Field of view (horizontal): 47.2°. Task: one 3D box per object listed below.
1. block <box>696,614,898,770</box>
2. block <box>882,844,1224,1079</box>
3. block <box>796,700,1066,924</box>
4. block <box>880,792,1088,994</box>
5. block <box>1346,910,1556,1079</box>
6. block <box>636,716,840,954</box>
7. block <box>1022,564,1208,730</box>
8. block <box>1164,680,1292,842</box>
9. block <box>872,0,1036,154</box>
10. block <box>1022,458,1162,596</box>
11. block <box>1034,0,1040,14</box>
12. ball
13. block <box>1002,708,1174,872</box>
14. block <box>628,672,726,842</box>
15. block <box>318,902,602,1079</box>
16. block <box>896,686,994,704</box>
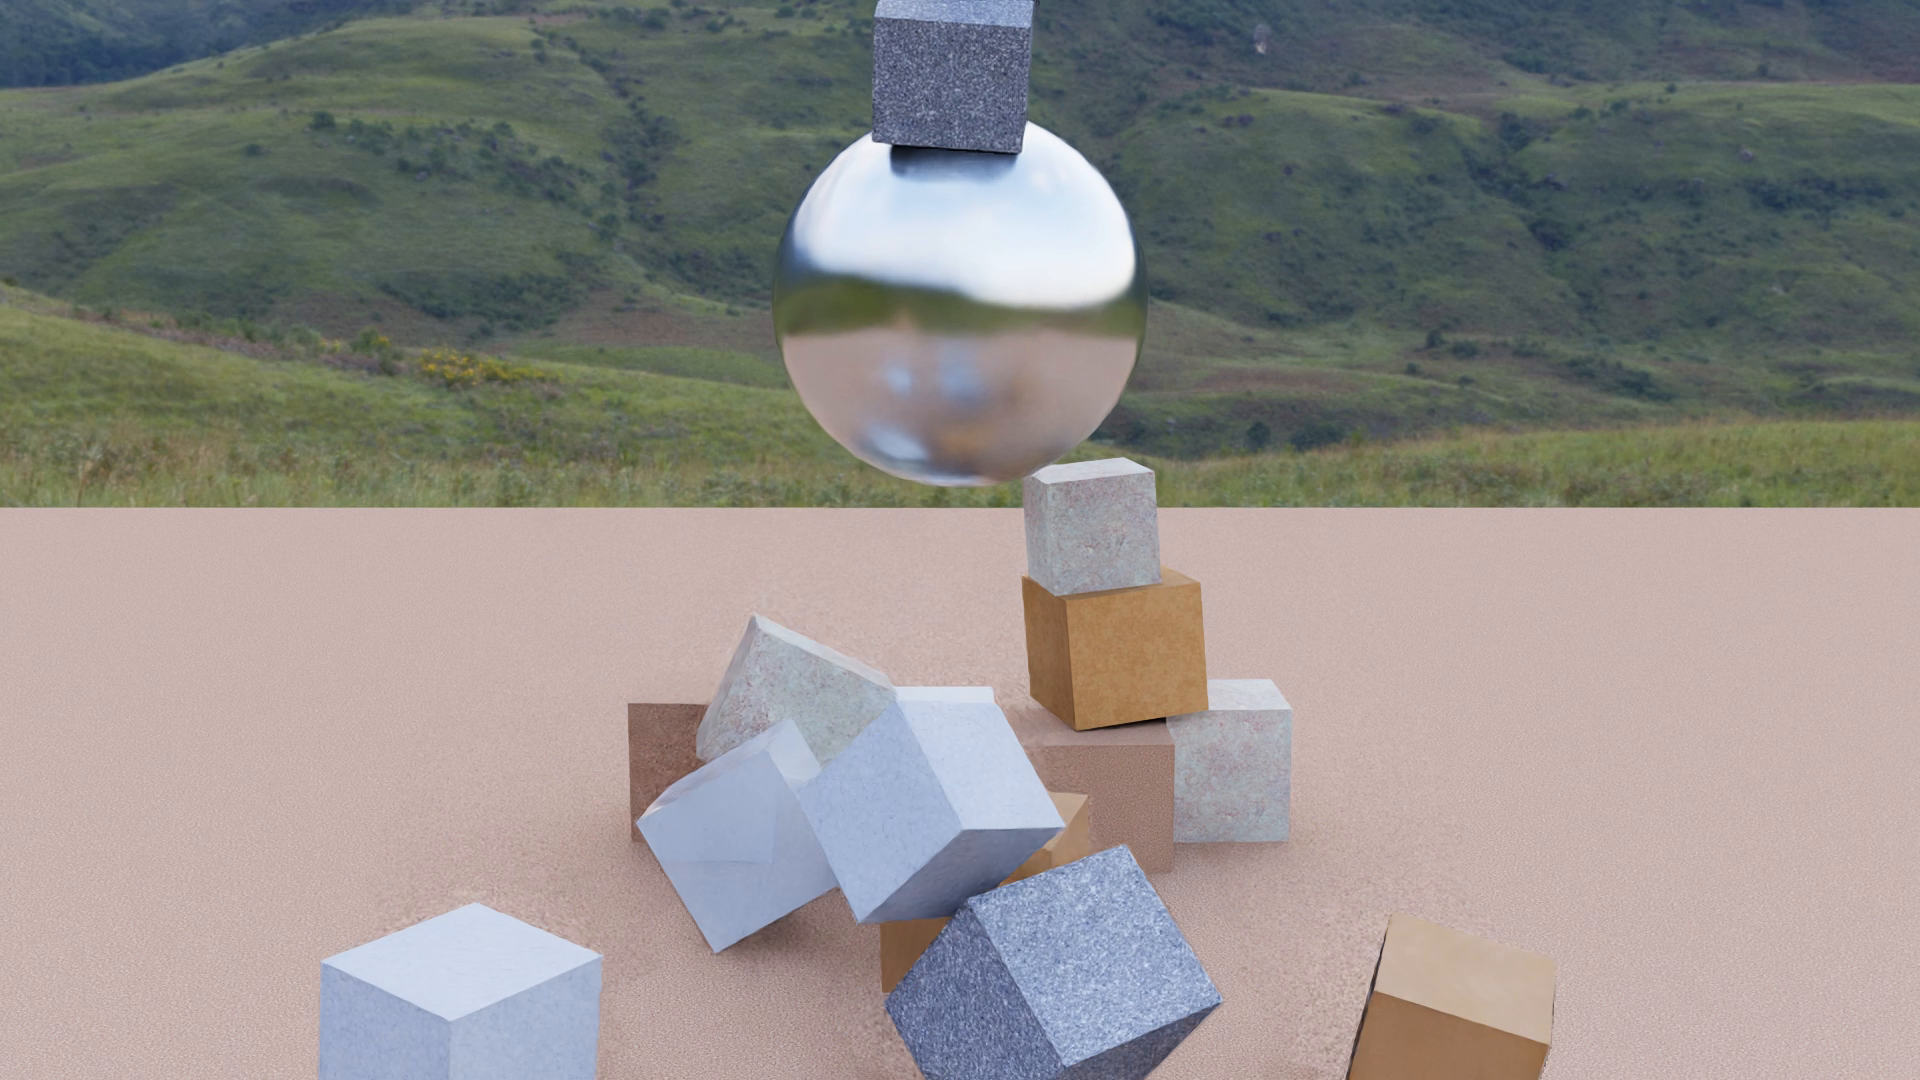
[{"bbox_3d":[-0.802,0.846,10.665,0.729,0.672,0.636,26,1,-9],"label":"block"},{"bbox_3d":[0.317,1.625,7.744,0.736,0.741,0.654,-12,59,-38],"label":"block"},{"bbox_3d":[-0.103,0.937,7.611,0.547,0.562,0.522,7,45,-50],"label":"block"},{"bbox_3d":[0.111,1.489,9.286,0.739,0.706,0.640,3,15,16],"label":"block"},{"bbox_3d":[1.718,1.769,7.761,0.596,0.552,0.605,16,21,12],"label":"block"},{"bbox_3d":[-0.916,1.298,9.772,0.666,0.670,0.638,-30,4,8],"label":"block"},{"bbox_3d":[0.778,0.515,11.166,0.699,0.650,0.749,-8,11,-14],"label":"block"},{"bbox_3d":[1.340,1.135,11.393,0.636,0.690,0.629,0,10,-2],"label":"block"},{"bbox_3d":[-0.019,-1.931,8.769,0.598,0.524,0.590,4,36,2],"label":"block"},{"bbox_3d":[0.655,-0.075,11.070,0.547,0.561,0.551,-7,11,-11],"label":"block"},{"bbox_3d":[0.135,-2.517,8.974,0.479,0.464,0.477,10,48,-4],"label":"block"},{"bbox_3d":[0.000,-1.018,9.321,1.600,1.600,1.600,0,10,0],"label":"ball"},{"bbox_3d":[0.626,1.237,10.967,0.796,0.641,0.713,0,10,-1],"label":"block"},{"bbox_3d":[-1.351,1.116,11.396,0.611,0.726,0.668,0,10,2],"label":"block"},{"bbox_3d":[-1.720,1.776,7.572,0.624,0.731,0.698,14,16,32],"label":"block"},{"bbox_3d":[-0.152,1.160,11.390,0.664,0.643,0.685,0,10,-1],"label":"block"}]
